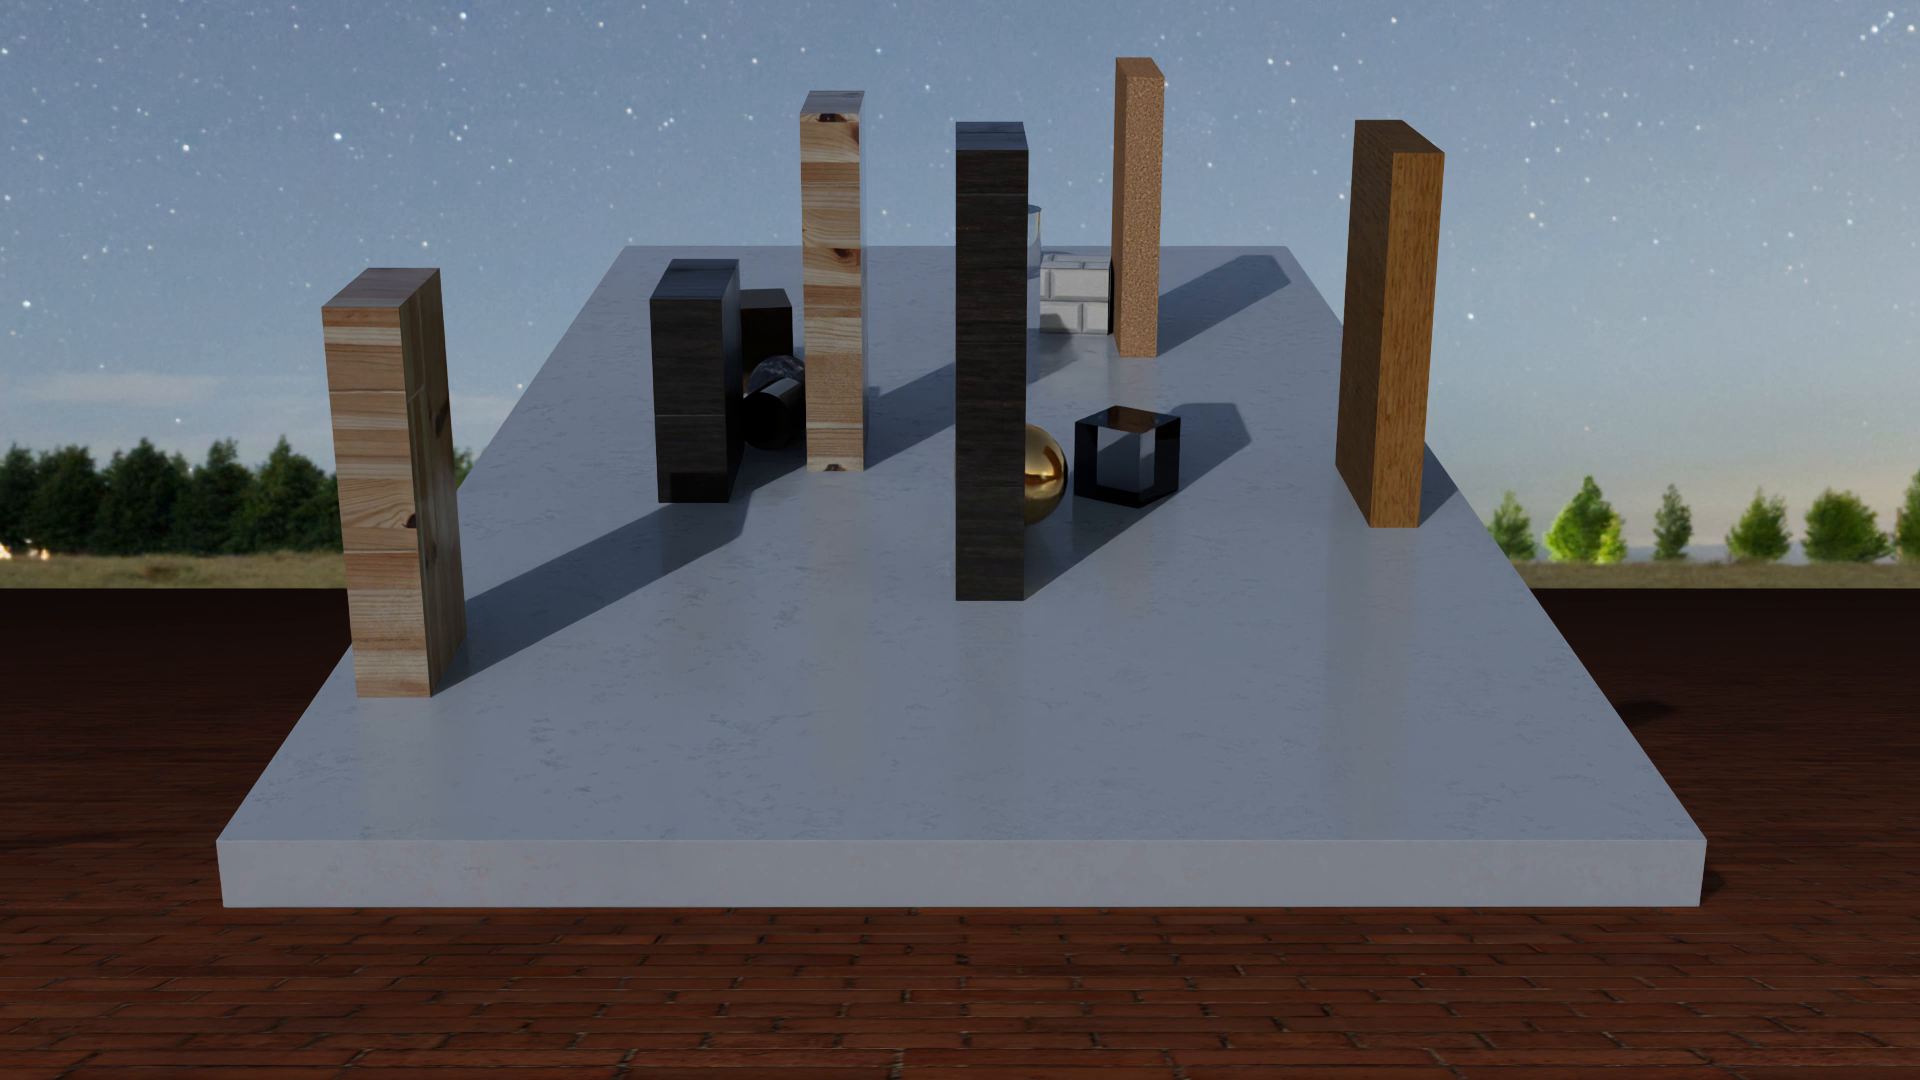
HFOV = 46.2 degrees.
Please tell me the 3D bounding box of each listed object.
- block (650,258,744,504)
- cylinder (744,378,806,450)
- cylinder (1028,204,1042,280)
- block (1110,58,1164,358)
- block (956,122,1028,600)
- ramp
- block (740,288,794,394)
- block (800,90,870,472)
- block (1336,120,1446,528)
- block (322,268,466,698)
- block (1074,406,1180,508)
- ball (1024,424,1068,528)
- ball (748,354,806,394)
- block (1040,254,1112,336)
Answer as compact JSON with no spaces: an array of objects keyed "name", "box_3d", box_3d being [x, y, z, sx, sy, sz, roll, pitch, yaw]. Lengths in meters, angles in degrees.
[{"name":"block","box_3d":[-0.523,-0.326,4.519,0.137,0.407,0.375,0,19,0]},{"name":"cylinder","box_3d":[-0.393,-0.269,4.786,0.127,0.127,0.127,0,18,19]},{"name":"cylinder","box_3d":[0.138,-0.848,6.390,0.187,0.187,0.187,0,19,0]},{"name":"block","box_3d":[0.436,-0.830,5.580,0.089,0.678,0.385,0,19,0]},{"name":"block","box_3d":[0.051,-0.313,3.910,0.118,0.778,0.312,0,19,0]},{"name":"ramp","box_3d":[-0.004,-0.196,4.925,2.000,0.100,4.000,0,19,0]},{"name":"block","box_3d":[-0.499,-0.464,5.246,0.200,0.200,0.200,-3,19,-9]},{"name":"block","box_3d":[-0.255,-0.539,4.650,0.115,0.727,0.335,0,19,0]},{"name":"block","box_3d":[0.824,-0.425,4.348,0.092,0.710,0.408,0,19,0]},{"name":"block","box_3d":[-0.876,-0.093,3.512,0.113,0.616,0.278,0,19,0]},{"name":"block","box_3d":[0.331,-0.166,4.450,0.151,0.151,0.151,13,23,34]},{"name":"ball","box_3d":[0.104,-0.122,4.246,0.200,0.200,0.200,0,-1,0]},{"name":"ball","box_3d":[-0.388,-0.328,4.920,0.154,0.154,0.154,0,-1,0]},{"name":"block","box_3d":[0.297,-0.631,5.779,0.172,0.172,0.172,2,19,5]}]
